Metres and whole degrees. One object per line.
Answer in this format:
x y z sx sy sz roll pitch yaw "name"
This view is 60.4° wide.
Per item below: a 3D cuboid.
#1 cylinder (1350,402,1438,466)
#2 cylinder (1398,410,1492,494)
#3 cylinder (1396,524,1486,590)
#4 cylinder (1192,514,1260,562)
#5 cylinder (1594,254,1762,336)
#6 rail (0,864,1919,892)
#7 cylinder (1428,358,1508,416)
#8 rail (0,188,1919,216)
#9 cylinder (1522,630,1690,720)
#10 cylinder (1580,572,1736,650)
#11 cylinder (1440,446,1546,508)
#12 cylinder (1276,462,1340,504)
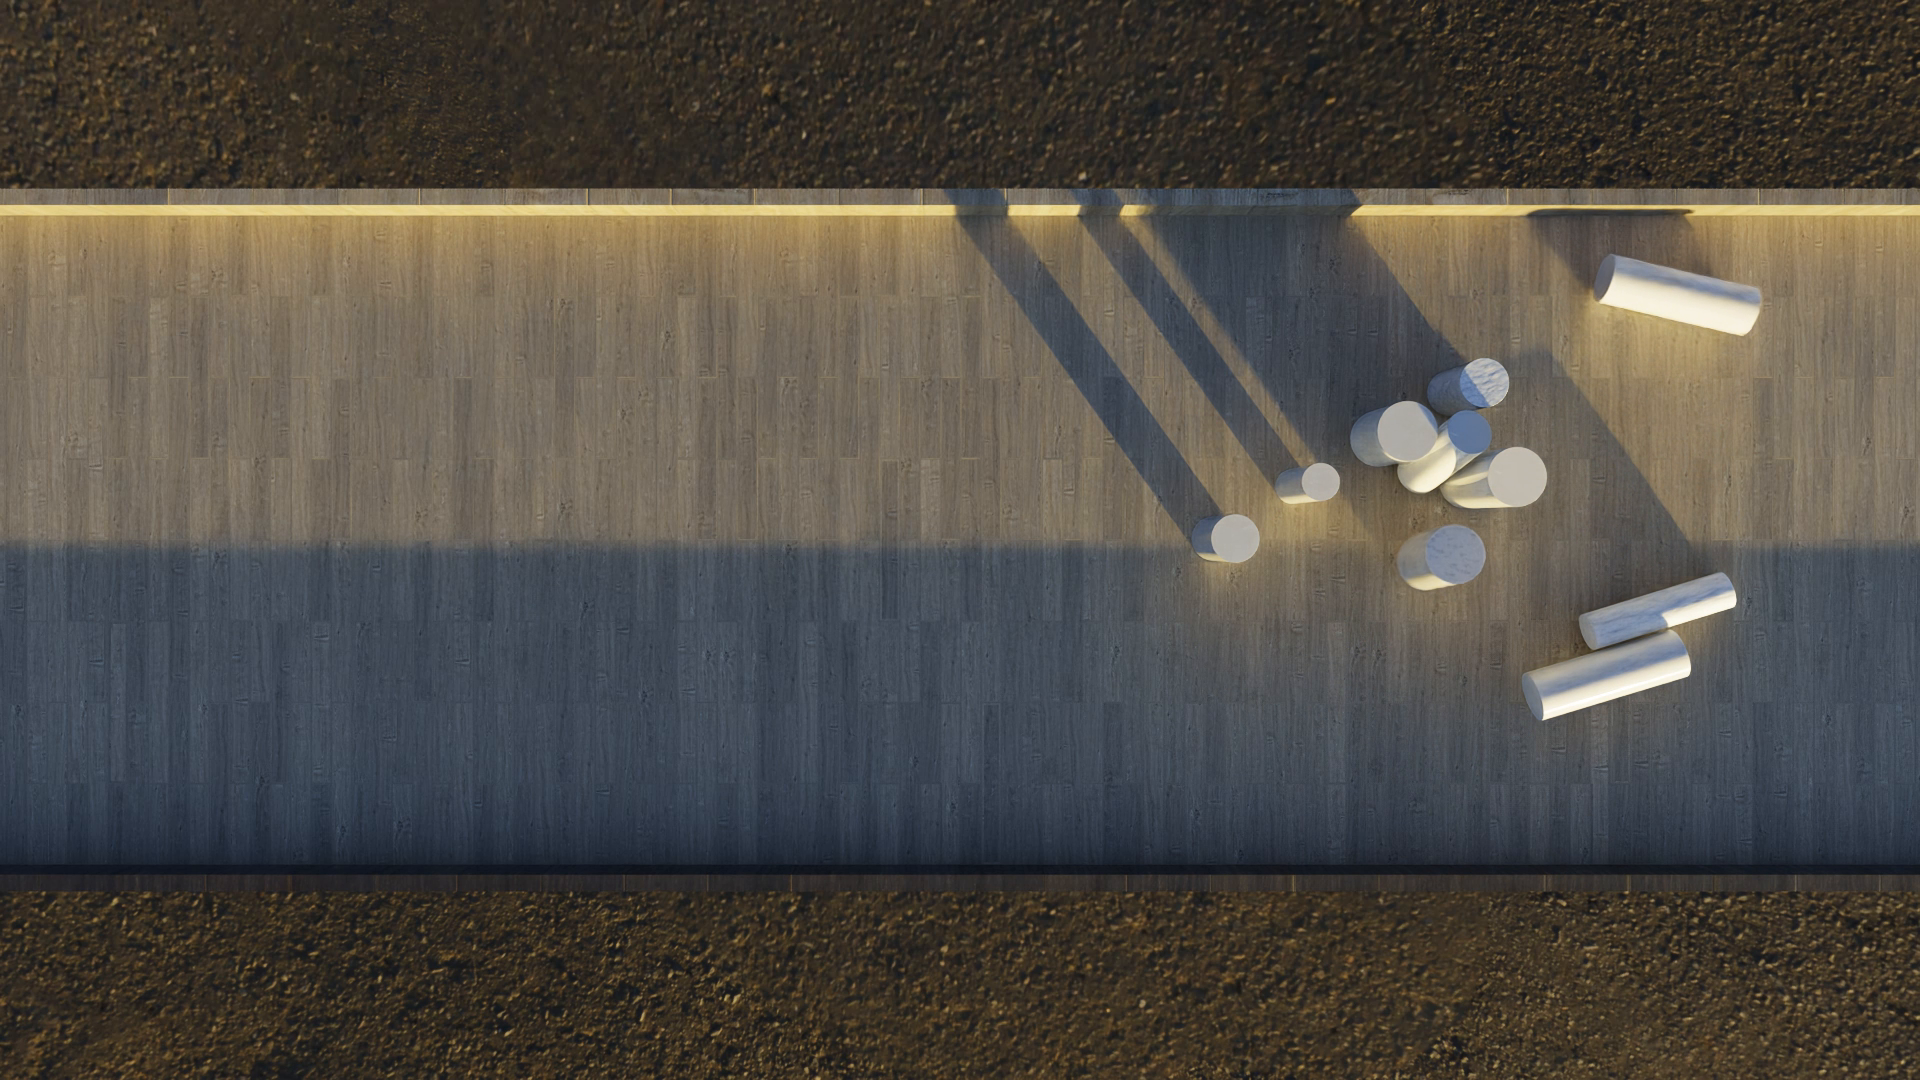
1.287 -0.312 4.906 0.174 0.339 0.174 0 90 0 "cylinder"
1.431 -0.257 4.886 0.134 0.357 0.134 3 73 -8 "cylinder"
1.425 0.055 4.900 0.171 0.340 0.171 0 85 1 "cylinder"
0.781 -0.004 4.877 0.137 0.400 0.137 0 90 0 "cylinder"
2.172 -0.743 5.003 0.449 0.147 0.147 13 90 0 "cylinder"
-2.247 1.025 5.001 12.000 0.150 0.050 0 90 0 "rail"
1.509 -0.453 4.910 0.142 0.333 0.142 0 90 0 "cylinder"
-2.247 -1.025 5.002 12.000 0.150 0.050 0 90 0 "rail"
1.956 0.410 5.001 0.458 0.150 0.150 -17 90 0 "cylinder"
2.121 0.216 5.020 0.439 0.114 0.114 -17 90 0 "cylinder"
1.565 -0.180 4.864 0.169 0.420 0.169 0 90 -2 "cylinder"
1.024 -0.165 4.880 0.108 0.394 0.108 0 90 0 "cylinder"
